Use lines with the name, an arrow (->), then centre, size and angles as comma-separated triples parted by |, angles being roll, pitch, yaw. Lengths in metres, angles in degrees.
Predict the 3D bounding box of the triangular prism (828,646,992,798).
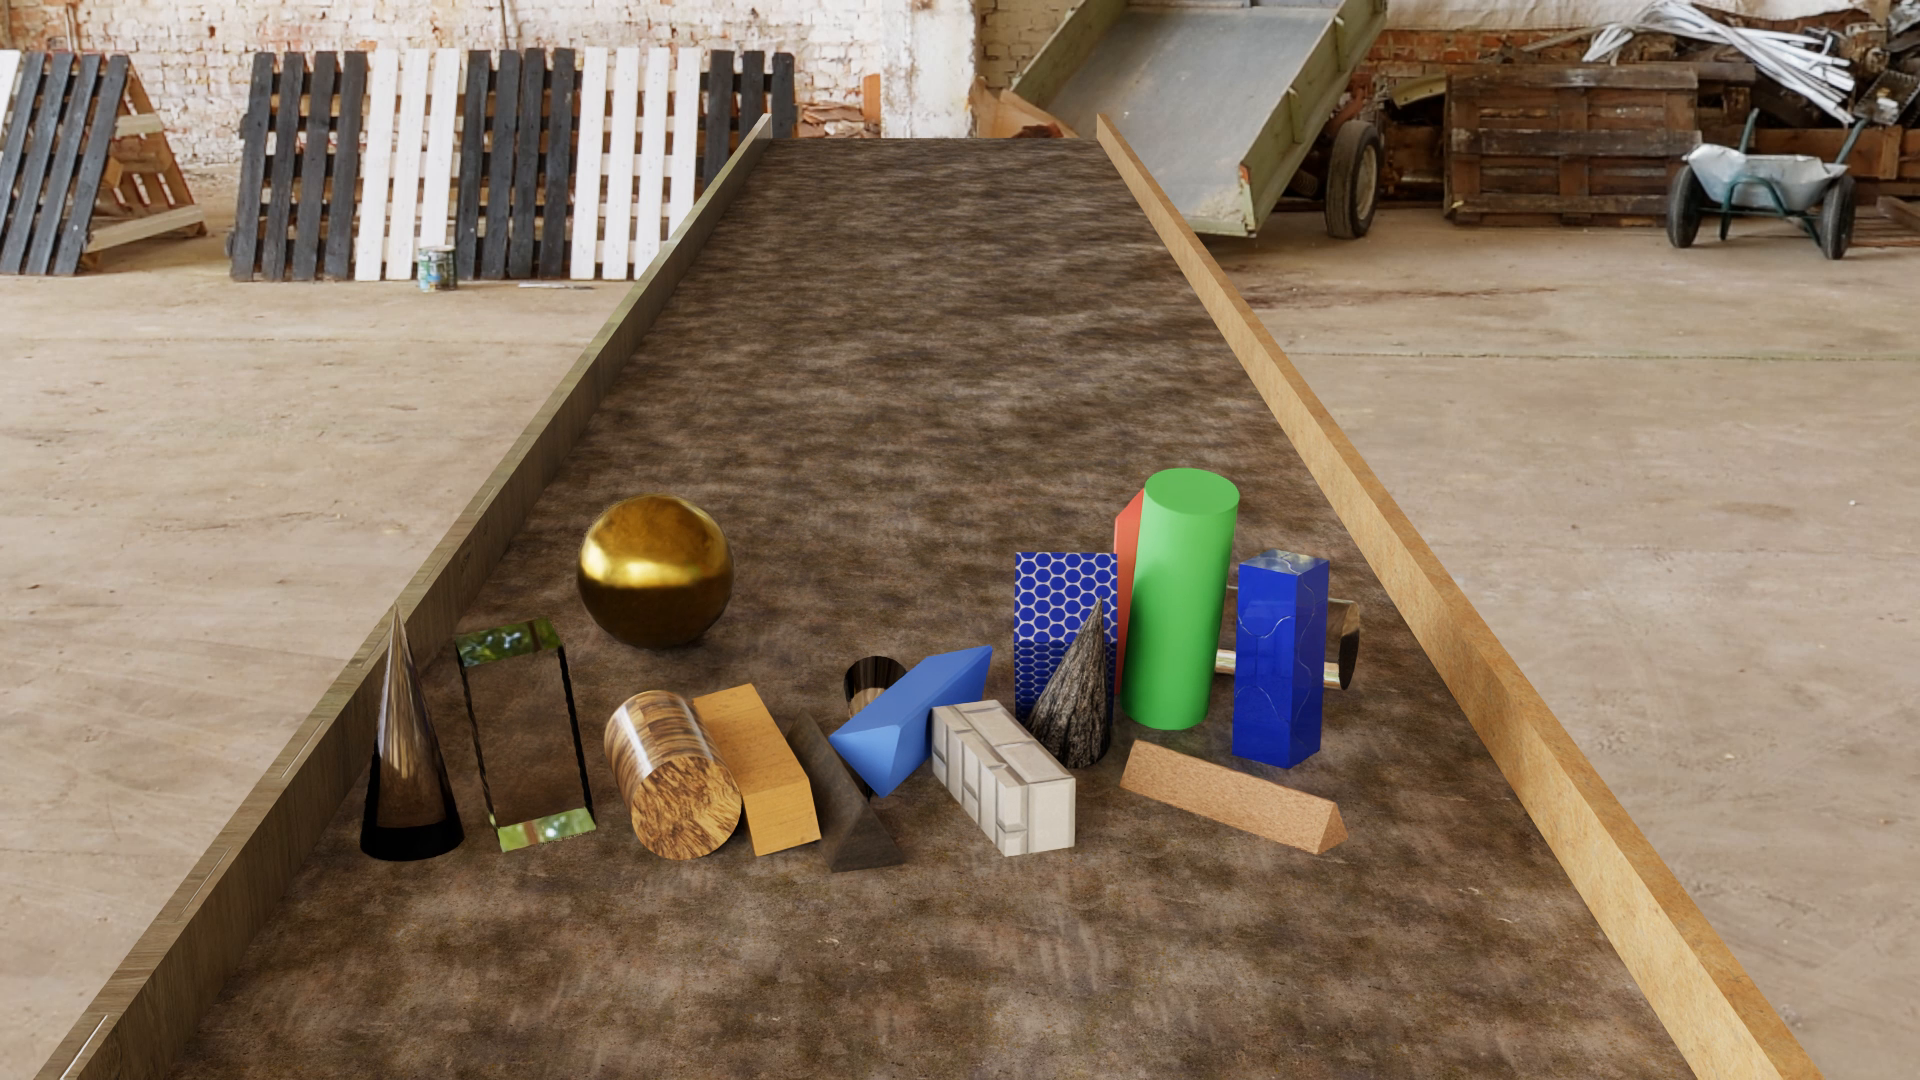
triangular prism -> -0.059, 0.294, 3.917 | 0.139, 0.120, 0.437 | 47, 27, 4

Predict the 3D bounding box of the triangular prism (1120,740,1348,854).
triangular prism -> 0.453, 0.419, 3.675 | 0.406, 0.077, 0.088 | 15, 22, 41

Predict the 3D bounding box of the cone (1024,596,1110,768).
cone -> 0.214, 0.217, 3.782 | 0.155, 0.384, 0.155 | 4, 48, -5

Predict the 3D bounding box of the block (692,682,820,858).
block -> -0.350, 0.382, 3.724 | 0.108, 0.108, 0.458 | -14, 20, -13

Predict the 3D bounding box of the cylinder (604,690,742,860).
cylinder -> -0.478, 0.383, 3.629 | 0.176, 0.176, 0.313 | -5, 17, -16

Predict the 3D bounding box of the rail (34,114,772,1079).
rail -> -1.118, -0.838, 7.780 | 0.050, 0.150, 12.000 | 0, 17, -1

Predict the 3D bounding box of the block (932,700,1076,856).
block -> 0.068, 0.394, 3.693 | 0.119, 0.119, 0.377 | -6, 17, -18

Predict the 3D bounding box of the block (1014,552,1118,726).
block -> 0.190, 0.183, 3.978 | 0.179, 0.327, 0.179 | 1, 59, 3

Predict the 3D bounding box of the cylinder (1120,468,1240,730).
cylinder -> 0.396, 0.110, 4.003 | 0.168, 0.459, 0.168 | 3, 31, -2

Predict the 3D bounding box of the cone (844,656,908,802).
cone -> -0.154, 0.359, 3.910 | 0.126, 0.126, 0.407 | 0, 25, 0

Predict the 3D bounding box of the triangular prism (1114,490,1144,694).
triangular prism -> 0.345, 0.099, 4.169 | 0.124, 0.398, 0.107 | 0, 33, -1

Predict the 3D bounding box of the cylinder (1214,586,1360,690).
cylinder -> 0.609, 0.187, 4.290 | 0.304, 0.174, 0.174 | 7, 18, 22

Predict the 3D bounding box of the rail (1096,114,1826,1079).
rail -> 0.932, -0.844, 7.801 | 0.050, 0.150, 12.000 | 0, 17, -1

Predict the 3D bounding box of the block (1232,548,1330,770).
block -> 0.567, 0.210, 3.894 | 0.115, 0.358, 0.115 | 12, 21, 36

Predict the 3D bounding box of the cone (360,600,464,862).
cone -> -0.890, 0.289, 3.524 | 0.166, 0.415, 0.166 | 0, 16, 0

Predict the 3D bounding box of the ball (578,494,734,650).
ball -> -0.615, 0.065, 4.453 | 0.316, 0.316, 0.316 | 0, 17, 0

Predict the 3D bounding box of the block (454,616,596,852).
block -> -0.707, 0.314, 3.576 | 0.155, 0.323, 0.155 | -12, 20, -16
